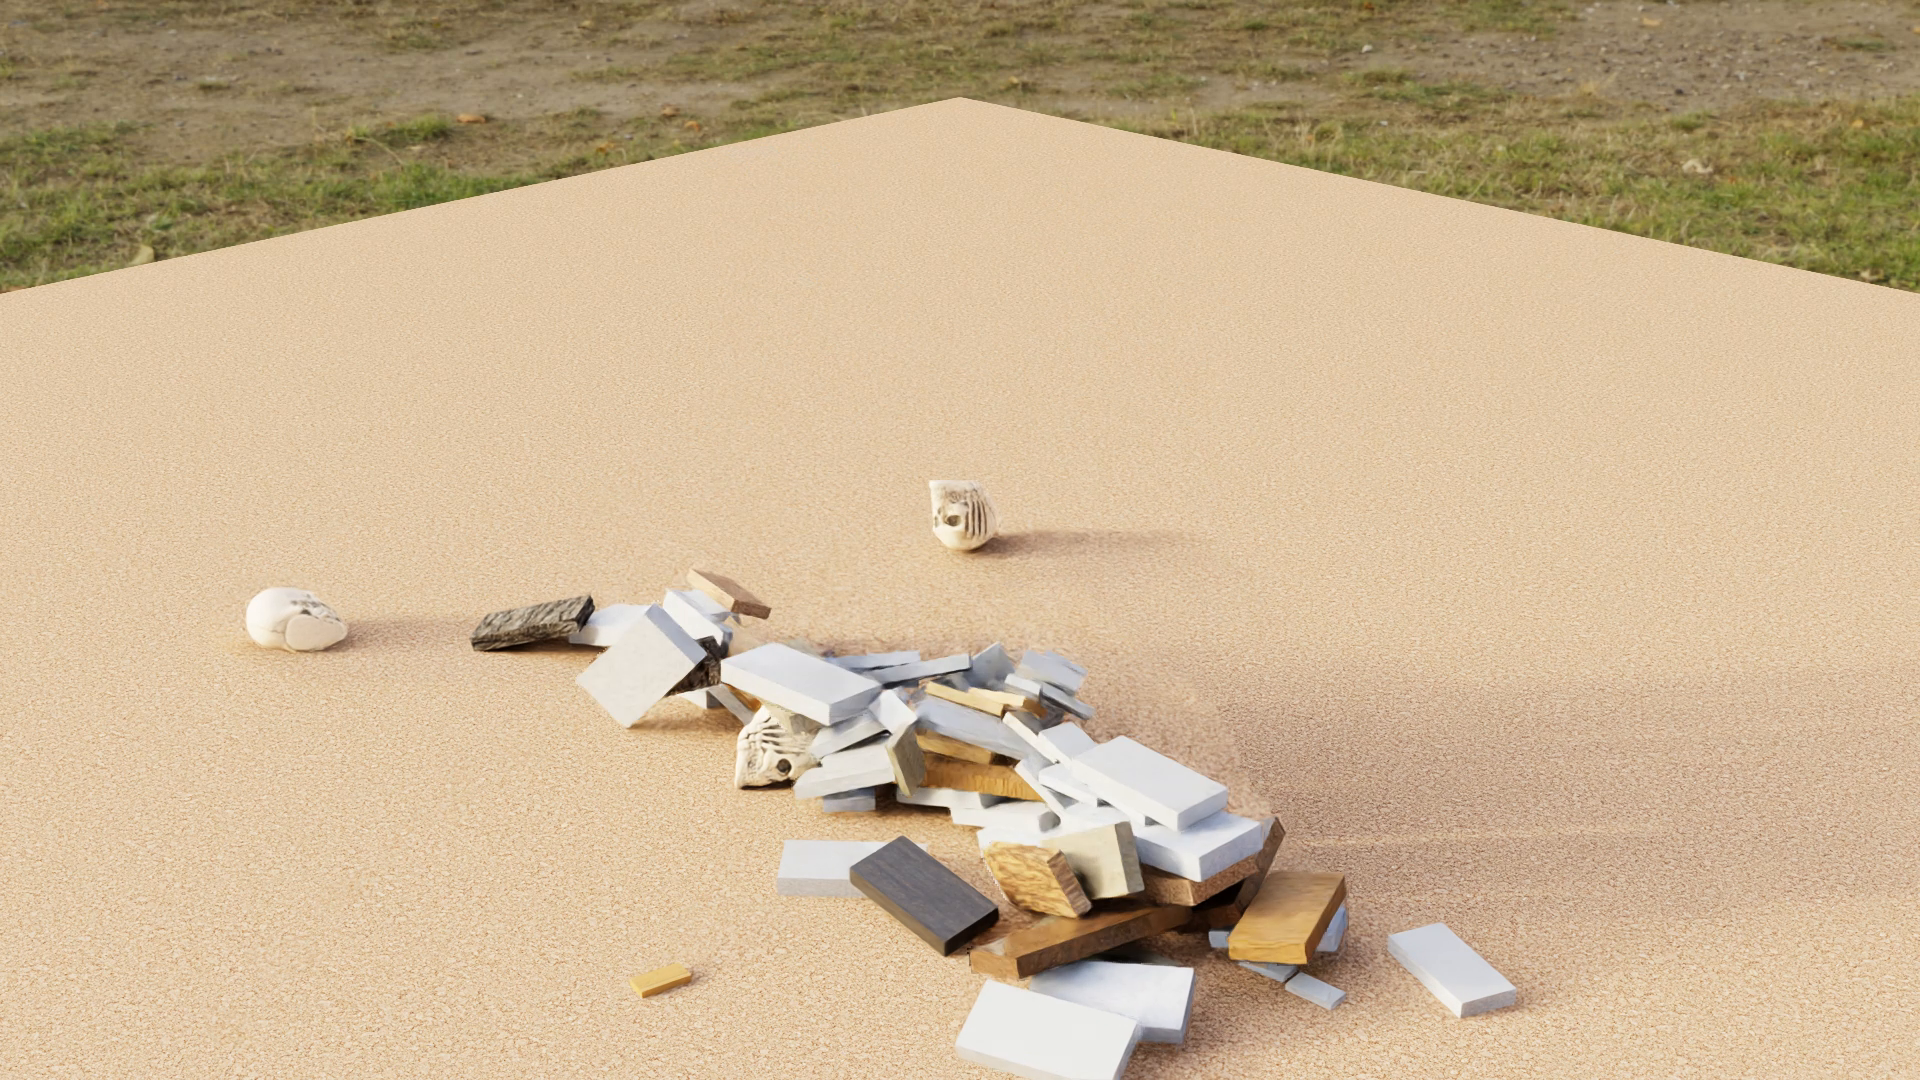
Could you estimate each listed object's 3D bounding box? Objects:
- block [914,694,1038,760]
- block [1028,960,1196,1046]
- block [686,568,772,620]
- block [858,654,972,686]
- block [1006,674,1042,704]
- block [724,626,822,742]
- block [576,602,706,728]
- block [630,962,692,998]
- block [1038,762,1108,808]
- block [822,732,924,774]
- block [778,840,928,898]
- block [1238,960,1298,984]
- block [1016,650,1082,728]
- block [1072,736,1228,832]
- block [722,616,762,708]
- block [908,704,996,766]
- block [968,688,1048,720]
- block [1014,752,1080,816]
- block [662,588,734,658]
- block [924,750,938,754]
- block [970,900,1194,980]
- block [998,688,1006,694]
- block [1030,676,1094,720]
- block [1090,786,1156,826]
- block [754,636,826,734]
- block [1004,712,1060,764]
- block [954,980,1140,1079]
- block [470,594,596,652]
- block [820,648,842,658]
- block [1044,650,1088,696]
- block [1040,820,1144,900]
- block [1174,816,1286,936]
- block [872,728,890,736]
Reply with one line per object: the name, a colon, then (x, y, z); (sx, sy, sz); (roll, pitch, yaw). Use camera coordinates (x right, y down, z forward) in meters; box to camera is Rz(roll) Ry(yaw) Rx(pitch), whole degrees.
block: (0.043, 0.376, 4.358); (0.264, 0.023, 0.080); (17, 32, 12)
block: (0.255, 0.790, 3.774); (0.277, 0.039, 0.139); (1, 36, 17)
block: (-0.518, 0.121, 4.918); (0.102, 0.029, 0.203); (15, 10, -40)
block: (-0.161, 0.292, 4.686); (0.371, 0.031, 0.109); (-10, -6, 2)
block: (0.126, 0.299, 4.354); (0.069, 0.020, 0.138); (20, -14, 8)
block: (-0.439, 0.302, 4.822); (0.134, 0.038, 0.393); (-18, 41, -38)
block: (-0.681, 0.271, 4.688); (0.153, 0.323, 0.043); (45, 44, -5)
block: (-0.531, 0.781, 3.902); (0.096, 0.014, 0.048); (-14, 27, -30)
block: (0.232, 0.461, 4.172); (0.079, 0.022, 0.157); (-20, 26, -38)
block: (-0.168, 0.426, 4.446); (0.203, 0.029, 0.102); (-10, 16, 25)
block: (-0.205, 0.632, 4.222); (0.276, 0.039, 0.138); (1, 23, 3)
block: (0.553, 0.762, 3.948); (0.095, 0.014, 0.048); (18, 29, 36)
block: (0.163, 0.319, 4.497); (0.124, 0.247, 0.035); (27, 59, 5)
block: (0.348, 0.447, 4.060); (0.134, 0.038, 0.267); (-20, 31, -38)
block: (-0.473, 0.265, 4.776); (0.109, 0.031, 0.219); (-41, 52, -15)
block: (-0.022, 0.388, 4.389); (0.203, 0.029, 0.102); (13, 28, 14)
block: (0.095, 0.328, 4.416); (0.150, 0.021, 0.075); (6, -19, 44)
block: (0.187, 0.477, 4.236); (0.159, 0.023, 0.080); (45, 39, 17)
block: (-0.578, 0.198, 4.783); (0.029, 0.102, 0.203); (-3, 28, -47)
block: (-0.046, 0.415, 4.597); (0.163, 0.023, 0.081); (21, 66, -2)
block: (0.218, 0.698, 3.892); (0.399, 0.038, 0.134); (-11, 4, -35)
block: (0.125, 0.347, 4.745); (0.237, 0.099, 0.028); (-24, 55, -31)
block: (0.199, 0.317, 4.382); (0.138, 0.020, 0.069); (28, -12, 1)
block: (0.321, 0.475, 4.070); (0.079, 0.022, 0.157); (-16, 28, -32)
block: (-0.339, 0.300, 4.563); (0.153, 0.043, 0.306); (-21, 27, -20)
block: (0.160, 0.386, 4.296); (0.150, 0.021, 0.075); (38, 18, 33)
block: (0.146, 0.835, 3.679); (0.276, 0.039, 0.138); (11, 47, 24)
block: (-1.005, 0.195, 5.169); (0.267, 0.038, 0.134); (-11, 21, 12)
block: (-0.318, 0.267, 4.782); (0.113, 0.016, 0.057); (-29, -7, 32)
block: (0.182, 0.328, 4.623); (0.099, 0.197, 0.028); (29, 36, 1)
block: (0.236, 0.588, 3.983); (0.035, 0.124, 0.264); (-6, -11, -30)
block: (0.498, 0.621, 4.080); (0.139, 0.039, 0.277); (-19, 18, 33)
block: (-0.131, 0.404, 4.634); (0.163, 0.081, 0.023); (20, 9, -5)
